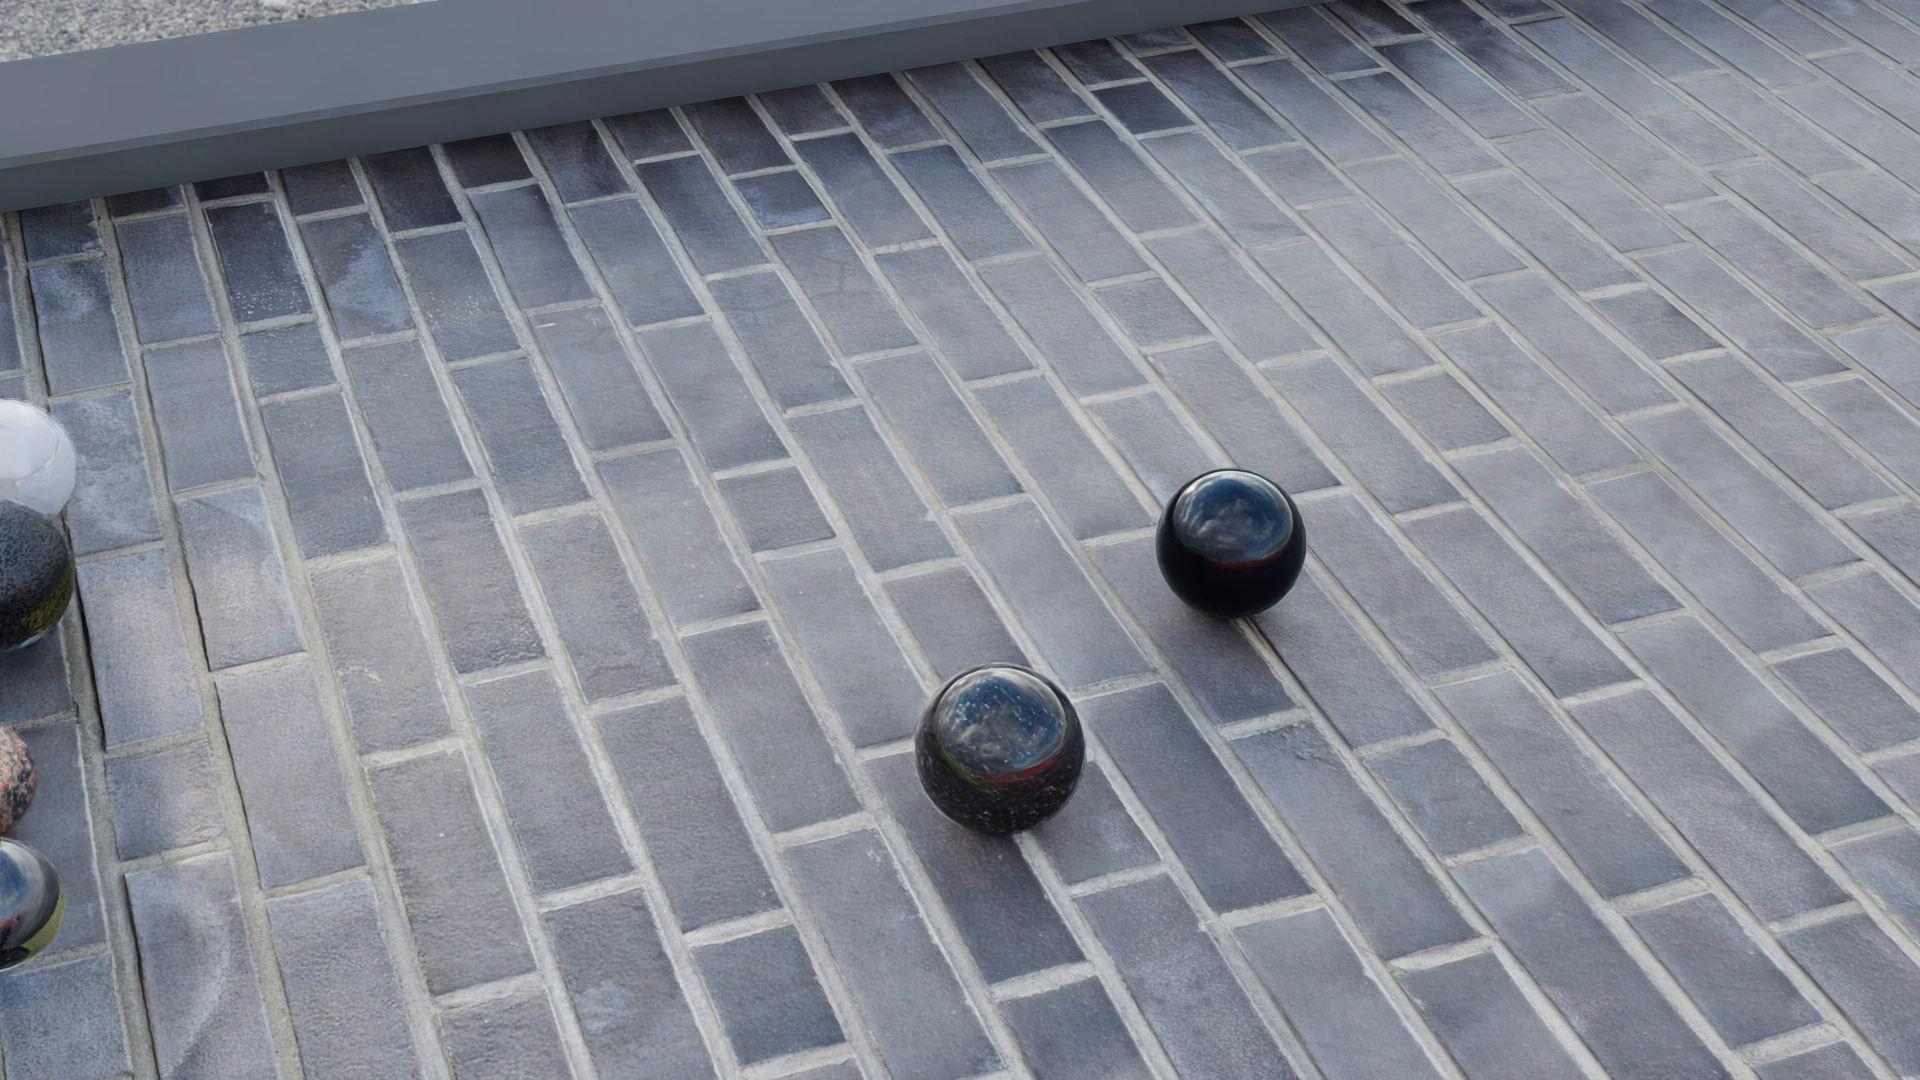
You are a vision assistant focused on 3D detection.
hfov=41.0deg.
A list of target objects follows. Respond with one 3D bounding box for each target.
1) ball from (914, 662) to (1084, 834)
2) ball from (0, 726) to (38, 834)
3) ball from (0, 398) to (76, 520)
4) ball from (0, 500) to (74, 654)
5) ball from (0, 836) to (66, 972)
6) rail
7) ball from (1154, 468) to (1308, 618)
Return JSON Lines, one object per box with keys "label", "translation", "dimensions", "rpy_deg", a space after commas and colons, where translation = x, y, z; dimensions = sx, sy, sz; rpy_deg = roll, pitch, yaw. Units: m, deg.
{"label": "ball", "translation": [0.021, 0.113, 1.388], "dimensions": [0.093, 0.093, 0.093], "rpy_deg": [0, 35, 0]}
{"label": "ball", "translation": [-0.533, 0.130, 1.387], "dimensions": [0.065, 0.065, 0.065], "rpy_deg": [0, 35, 0]}
{"label": "ball", "translation": [-0.603, -0.045, 1.617], "dimensions": [0.087, 0.087, 0.087], "rpy_deg": [0, 35, 0]}
{"label": "ball", "translation": [-0.573, 0.022, 1.518], "dimensions": [0.092, 0.092, 0.092], "rpy_deg": [0, 35, 0]}
{"label": "ball", "translation": [-0.492, 0.185, 1.305], "dimensions": [0.069, 0.069, 0.069], "rpy_deg": [0, 35, 0]}
{"label": "rail", "translation": [0.353, -0.528, 2.274], "dimensions": [2.573, 0.120, 0.045], "rpy_deg": [-12, 37, -17]}
{"label": "ball", "translation": [0.163, 0.002, 1.546], "dimensions": [0.091, 0.091, 0.091], "rpy_deg": [0, 35, 0]}
